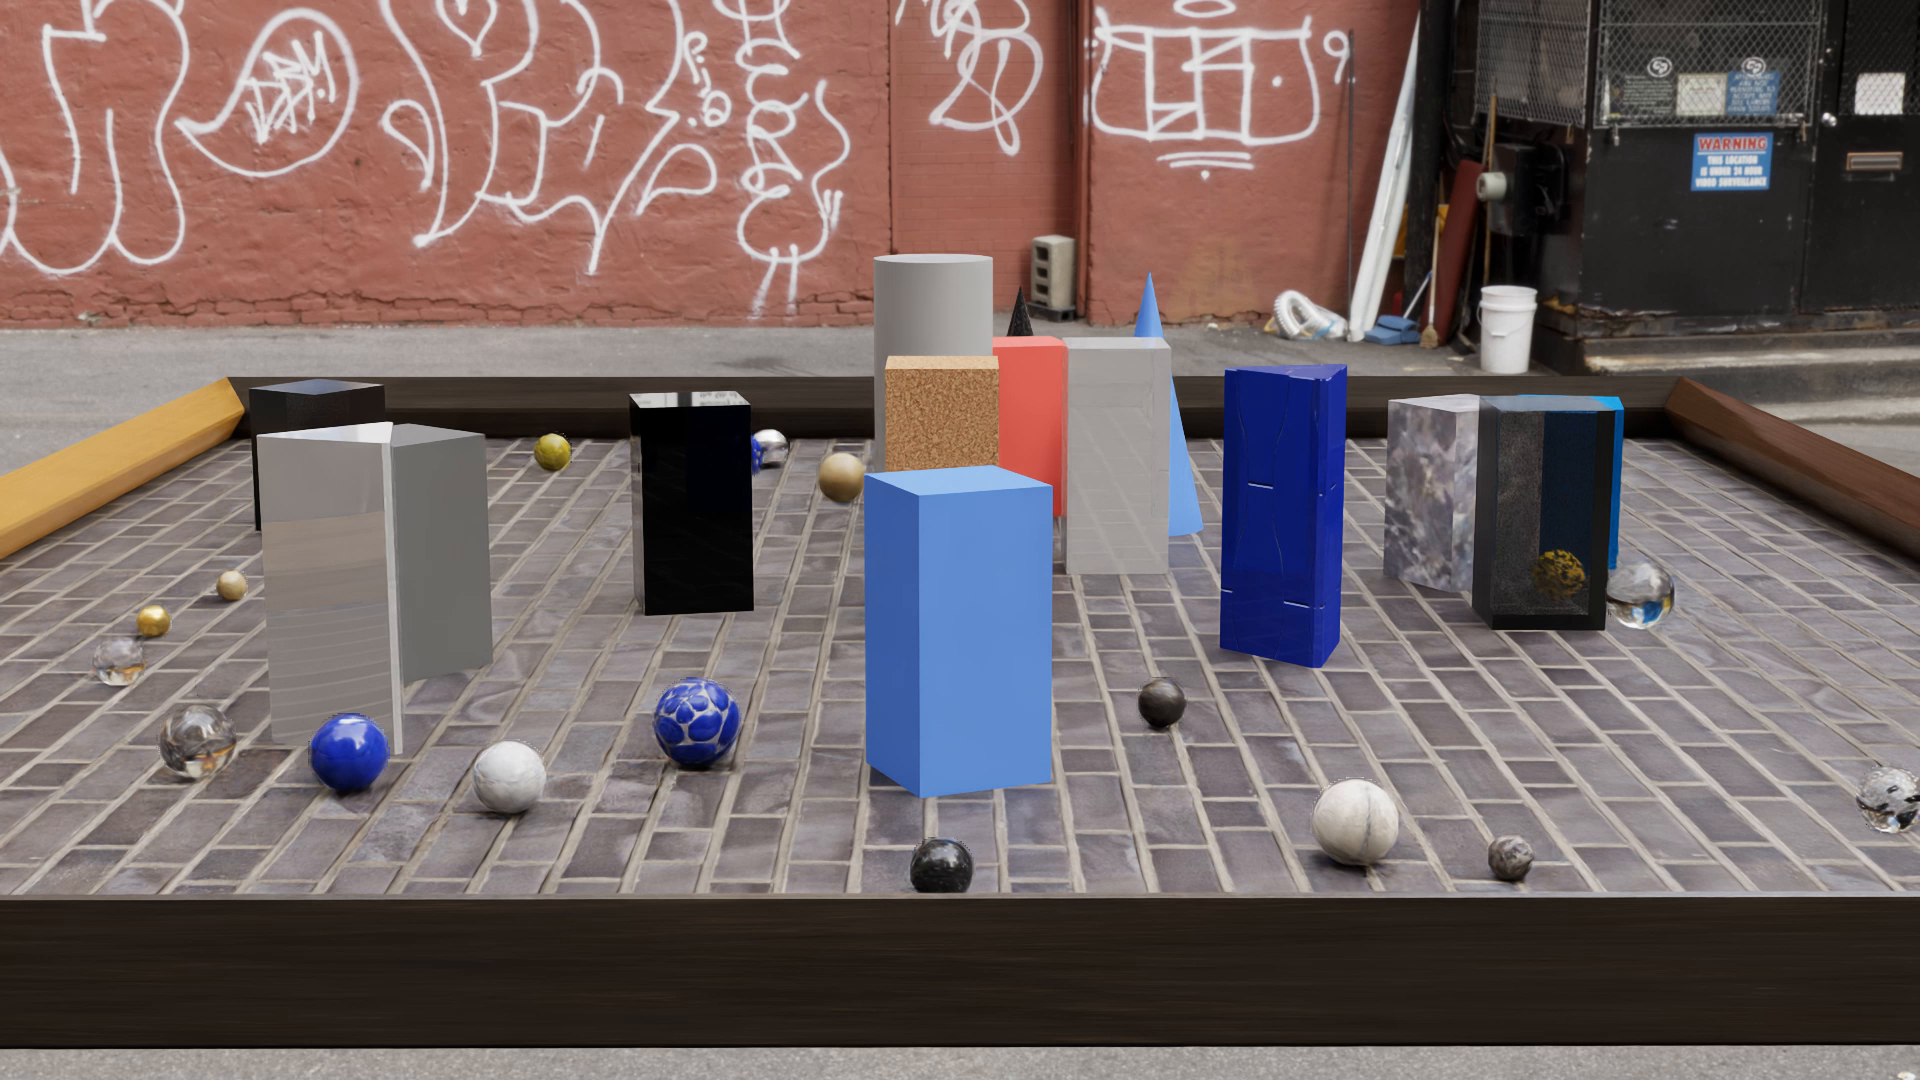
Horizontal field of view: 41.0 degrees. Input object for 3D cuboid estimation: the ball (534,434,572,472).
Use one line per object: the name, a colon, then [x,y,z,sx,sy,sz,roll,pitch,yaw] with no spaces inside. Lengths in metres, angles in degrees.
ball: [-0.729,-0.157,4.591,0.067,0.067,0.067,0,11,0]

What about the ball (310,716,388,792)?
ball: [-0.616,0.215,2.584,0.077,0.077,0.077,0,11,0]

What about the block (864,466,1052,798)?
block: [-0.003,0.090,2.627,0.145,0.307,0.145,-5,12,-23]

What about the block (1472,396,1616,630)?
block: [0.761,-0.037,3.360,0.145,0.286,0.145,0,11,1]

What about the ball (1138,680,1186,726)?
ball: [0.223,0.180,2.834,0.053,0.053,0.053,0,11,0]

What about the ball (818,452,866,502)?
ball: [-0.196,-0.104,4.268,0.082,0.082,0.082,0,11,0]

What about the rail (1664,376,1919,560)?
rail: [1.392,0.029,3.458,0.045,0.118,3.145,0,11,0]

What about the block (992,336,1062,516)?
block: [0.094,-0.185,4.175,0.145,0.276,0.145,-2,11,-12]

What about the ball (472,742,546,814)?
ball: [-0.440,0.232,2.505,0.071,0.071,0.071,0,11,0]

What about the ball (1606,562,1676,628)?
ball: [0.881,0.071,3.322,0.087,0.087,0.087,0,11,0]

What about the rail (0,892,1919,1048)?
rail: [0.009,0.316,1.928,2.831,0.118,0.045,0,11,0]

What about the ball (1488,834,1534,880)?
ball: [0.495,0.285,2.306,0.041,0.041,0.041,0,11,0]

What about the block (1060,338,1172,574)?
block: [0.224,-0.124,3.717,0.145,0.325,0.145,0,11,-1]

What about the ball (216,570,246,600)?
ball: [-0.992,0.062,3.494,0.041,0.041,0.041,0,11,0]

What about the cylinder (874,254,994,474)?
cylinder: [-0.041,-0.217,3.929,0.182,0.429,0.182,0,11,0]

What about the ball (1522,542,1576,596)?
ball: [0.810,0.040,3.528,0.072,0.072,0.072,0,11,0]

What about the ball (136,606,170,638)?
ball: [-1.028,0.104,3.269,0.042,0.042,0.042,0,11,0]

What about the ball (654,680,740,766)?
ball: [-0.275,0.190,2.675,0.090,0.090,0.090,0,11,0]

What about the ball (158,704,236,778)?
ball: [-0.782,0.207,2.630,0.075,0.075,0.075,0,11,0]

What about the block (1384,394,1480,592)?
block: [0.705,-0.069,3.624,0.145,0.251,0.145,-6,12,-29]

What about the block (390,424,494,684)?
block: [-0.672,0.014,3.098,0.145,0.283,0.145,9,14,39]

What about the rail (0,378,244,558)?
rail: [-1.392,0.032,3.442,0.045,0.118,3.145,0,11,0]

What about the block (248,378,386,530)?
block: [-1.002,-0.129,4.019,0.145,0.224,0.145,7,13,32]

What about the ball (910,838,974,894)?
ball: [-0.016,0.289,2.242,0.056,0.056,0.056,0,11,0]

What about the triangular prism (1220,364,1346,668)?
triangular prism: [0.429,-0.037,3.178,0.136,0.353,0.157,-10,14,-42]

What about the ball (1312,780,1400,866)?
ball: [0.362,0.259,2.346,0.079,0.079,0.079,0,11,0]

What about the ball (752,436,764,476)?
ball: [-0.388,-0.146,4.479,0.088,0.088,0.088,0,11,0]

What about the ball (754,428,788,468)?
ball: [-0.346,-0.167,4.637,0.070,0.070,0.070,0,11,0]

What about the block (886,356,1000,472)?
block: [-0.023,-0.066,3.371,0.145,0.337,0.145,0,11,0]

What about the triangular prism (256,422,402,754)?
triangular prism: [-0.648,0.047,2.781,0.157,0.334,0.136,4,11,19]

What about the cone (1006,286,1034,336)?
cone: [0.106,-0.284,4.536,0.182,0.337,0.182,0,11,0]

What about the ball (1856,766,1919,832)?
ball: [0.889,0.247,2.447,0.063,0.063,0.063,0,11,0]

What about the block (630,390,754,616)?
block: [-0.363,-0.052,3.459,0.145,0.278,0.145,-2,11,-13]

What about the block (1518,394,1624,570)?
block: [0.891,-0.087,3.769,0.145,0.233,0.145,2,11,11]

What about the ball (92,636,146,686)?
ball: [-0.988,0.142,3.016,0.060,0.060,0.060,0,11,0]

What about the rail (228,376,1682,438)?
rail: [-0.009,-0.255,4.972,2.831,0.118,0.045,0,11,0]

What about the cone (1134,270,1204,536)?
cone: [0.294,-0.221,4.014,0.182,0.406,0.182,0,11,0]
